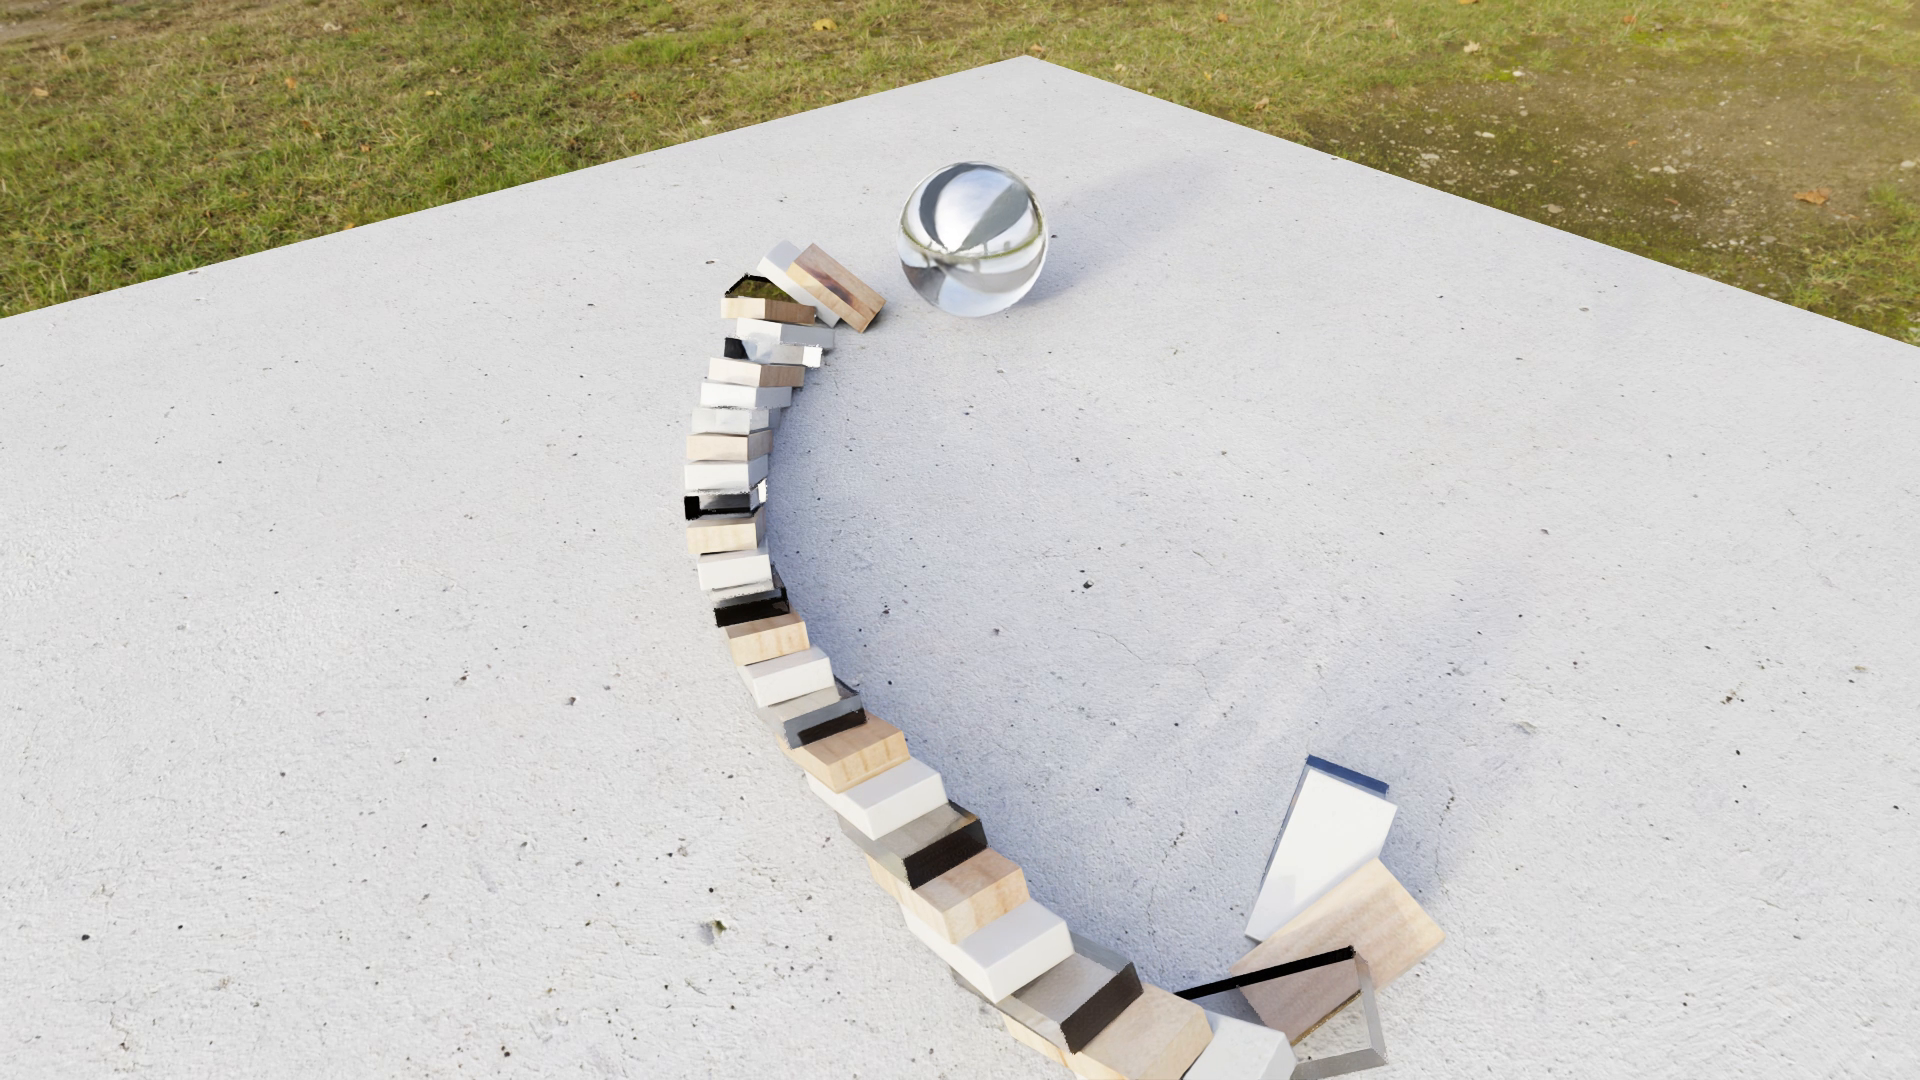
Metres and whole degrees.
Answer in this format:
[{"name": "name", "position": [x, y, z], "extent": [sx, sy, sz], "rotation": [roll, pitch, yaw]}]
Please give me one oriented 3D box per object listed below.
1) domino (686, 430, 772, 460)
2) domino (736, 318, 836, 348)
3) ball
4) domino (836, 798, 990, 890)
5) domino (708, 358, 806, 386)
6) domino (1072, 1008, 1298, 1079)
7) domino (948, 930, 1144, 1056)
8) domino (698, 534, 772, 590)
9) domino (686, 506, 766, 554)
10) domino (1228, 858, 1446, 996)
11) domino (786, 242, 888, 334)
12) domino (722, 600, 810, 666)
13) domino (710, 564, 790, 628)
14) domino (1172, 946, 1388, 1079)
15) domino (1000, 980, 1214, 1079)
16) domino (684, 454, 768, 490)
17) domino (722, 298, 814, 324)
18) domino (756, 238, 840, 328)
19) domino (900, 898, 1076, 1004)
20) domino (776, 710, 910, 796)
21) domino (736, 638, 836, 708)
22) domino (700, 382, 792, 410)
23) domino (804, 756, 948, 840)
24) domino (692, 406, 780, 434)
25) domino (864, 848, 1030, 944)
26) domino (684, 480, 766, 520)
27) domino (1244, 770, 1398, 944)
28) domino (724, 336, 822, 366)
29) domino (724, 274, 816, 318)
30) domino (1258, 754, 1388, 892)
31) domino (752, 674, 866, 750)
[{"name": "domino", "position": [-0.099, -0.042, 0.476], "extent": [0.025, 0.010, 0.050], "rotation": [2, 9, 2]}, {"name": "domino", "position": [-0.086, -0.103, 0.550], "extent": [0.025, 0.010, 0.050], "rotation": [13, 12, 23]}, {"name": "ball", "position": [0.006, -0.159, 0.581], "extent": [0.080, 0.080, 0.080], "rotation": [0, 39, 0]}, {"name": "domino", "position": [-0.015, 0.084, 0.322], "extent": [0.025, 0.010, 0.050], "rotation": [-22, 14, -25]}, {"name": "domino", "position": [-0.095, -0.079, 0.522], "extent": [0.025, 0.009, 0.050], "rotation": [11, 11, 14]}, {"name": "domino", "position": [0.053, 0.127, 0.268], "extent": [0.050, 0.009, 0.025], "rotation": [-6, 27, 48]}, {"name": "domino", "position": [0.021, 0.113, 0.286], "extent": [0.025, 0.010, 0.050], "rotation": [-28, 16, -30]}, {"name": "domino", "position": [-0.085, 0.008, 0.415], "extent": [0.025, 0.010, 0.050], "rotation": [-8, 10, -9]}, {"name": "domino", "position": [-0.090, -0.005, 0.430], "extent": [0.025, 0.010, 0.050], "rotation": [-4, 10, -5]}, {"name": "domino", "position": [0.099, 0.110, 0.291], "extent": [0.050, 0.009, 0.025], "rotation": [-36, 54, -3]}, {"name": "domino", "position": [-0.066, -0.135, 0.587], "extent": [0.050, 0.010, 0.025], "rotation": [37, 42, -9]}, {"name": "domino", "position": [-0.070, 0.031, 0.387], "extent": [0.025, 0.010, 0.050], "rotation": [-13, 11, -15]}, {"name": "domino", "position": [-0.078, 0.020, 0.401], "extent": [0.025, 0.009, 0.050], "rotation": [-11, 10, -13]}, {"name": "domino", "position": [0.078, 0.121, 0.273], "extent": [0.050, 0.010, 0.025], "rotation": [-28, 32, 26]}, {"name": "domino", "position": [0.035, 0.121, 0.276], "extent": [0.025, 0.010, 0.050], "rotation": [-33, 18, -32]}, {"name": "domino", "position": [-0.097, -0.029, 0.460], "extent": [0.025, 0.010, 0.050], "rotation": [-1, 9, -1]}, {"name": "domino", "position": [-0.098, -0.117, 0.565], "extent": [0.025, 0.009, 0.050], "rotation": [5, 9, 21]}, {"name": "domino", "position": [-0.082, -0.138, 0.592], "extent": [0.050, 0.010, 0.025], "rotation": [37, 42, -9]}, {"name": "domino", "position": [0.006, 0.104, 0.297], "extent": [0.025, 0.009, 0.050], "rotation": [-23, 13, -25]}, {"name": "domino", "position": [-0.038, 0.064, 0.347], "extent": [0.025, 0.010, 0.050], "rotation": [-22, 15, -25]}, {"name": "domino", "position": [-0.061, 0.042, 0.373], "extent": [0.025, 0.010, 0.050], "rotation": [-15, 12, -17]}, {"name": "domino", "position": [-0.097, -0.067, 0.506], "extent": [0.025, 0.009, 0.050], "rotation": [7, 10, 8]}, {"name": "domino", "position": [-0.027, 0.074, 0.335], "extent": [0.025, 0.010, 0.050], "rotation": [-22, 15, -25]}, {"name": "domino", "position": [-0.099, -0.054, 0.491], "extent": [0.025, 0.010, 0.050], "rotation": [4, 10, 6]}, {"name": "domino", "position": [-0.005, 0.094, 0.310], "extent": [0.025, 0.009, 0.050], "rotation": [-22, 14, -25]}, {"name": "domino", "position": [-0.094, -0.017, 0.445], "extent": [0.025, 0.010, 0.050], "rotation": [-3, 10, -3]}, {"name": "domino", "position": [0.102, 0.094, 0.311], "extent": [0.025, 0.010, 0.050], "rotation": [21, 73, 22]}, {"name": "domino", "position": [-0.091, -0.092, 0.536], "extent": [0.025, 0.009, 0.050], "rotation": [12, 11, 18]}, {"name": "domino", "position": [-0.101, -0.134, 0.606], "extent": [0.050, 0.010, 0.025], "rotation": [12, 41, 14]}, {"name": "domino", "position": [0.111, 0.090, 0.334], "extent": [0.025, 0.009, 0.050], "rotation": [19, 43, 22]}, {"name": "domino", "position": [-0.051, 0.053, 0.360], "extent": [0.025, 0.009, 0.050], "rotation": [-18, 13, -20]}]
